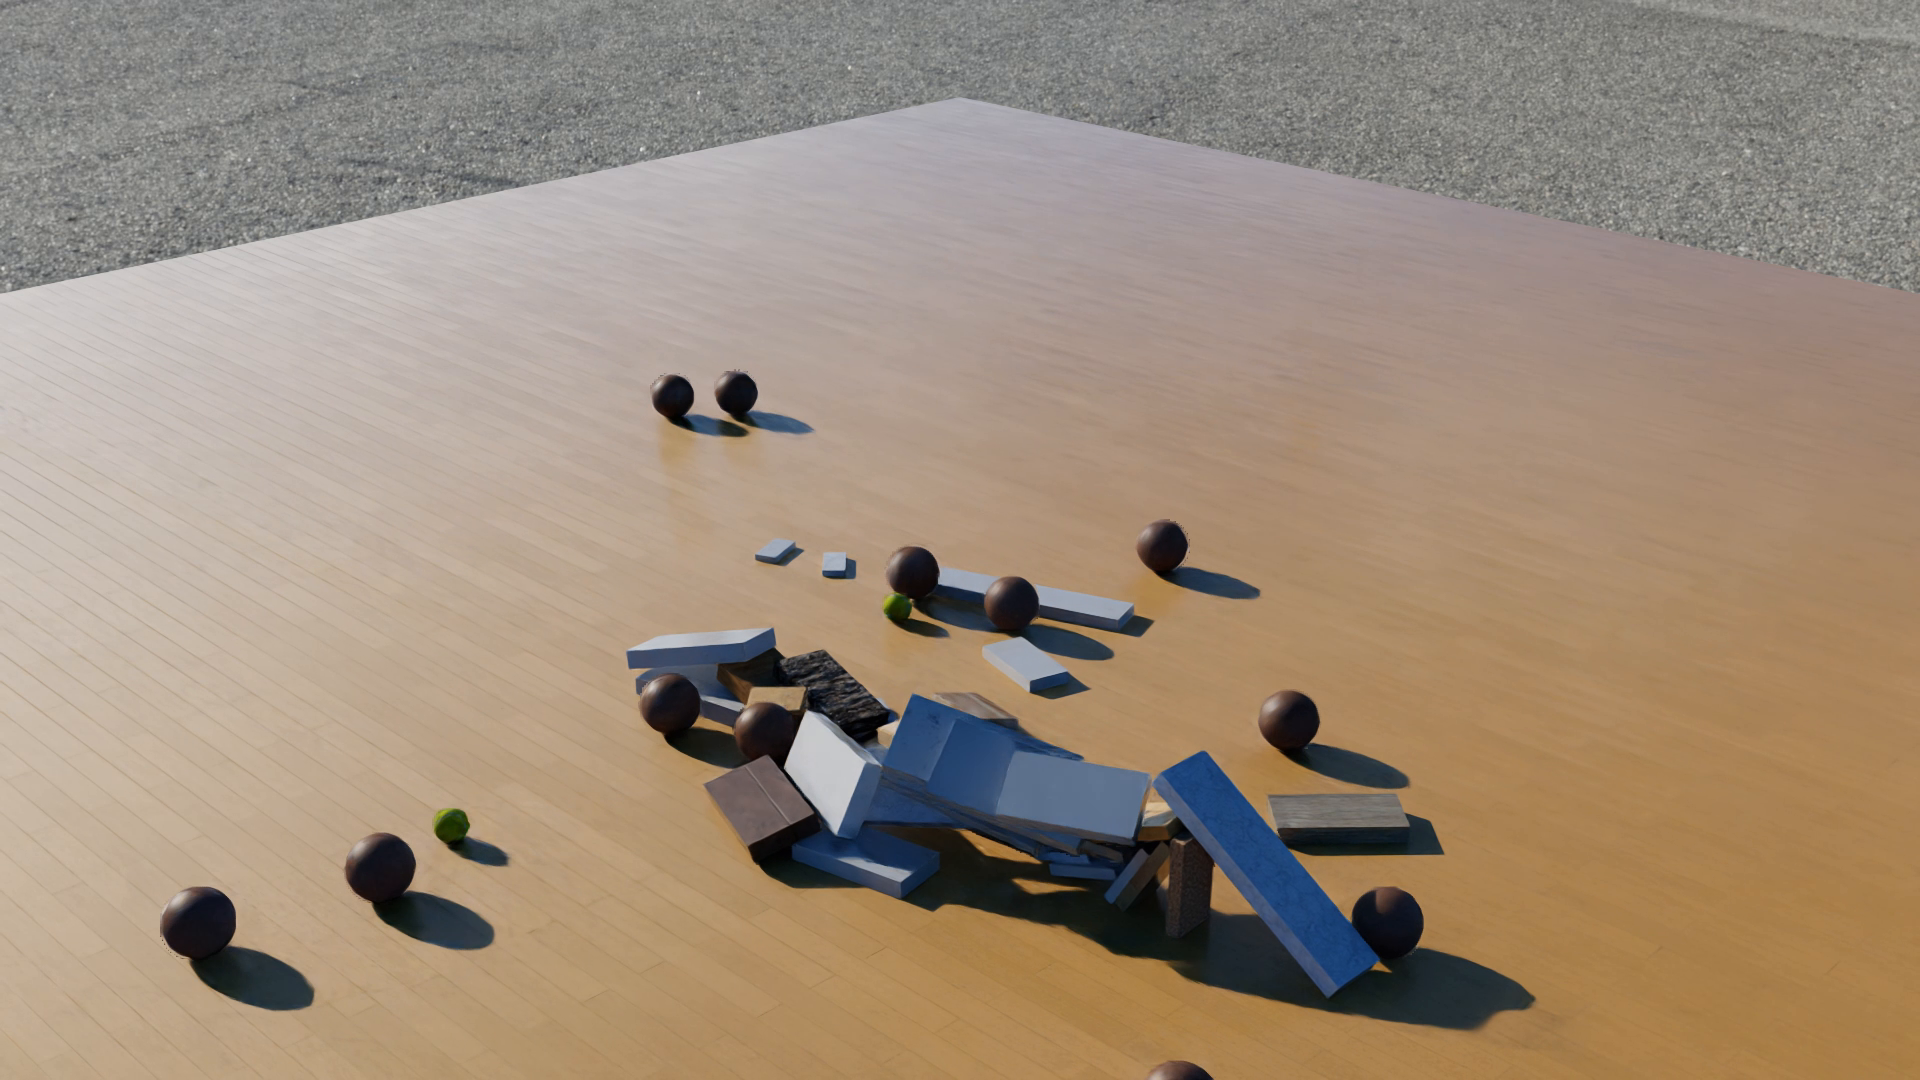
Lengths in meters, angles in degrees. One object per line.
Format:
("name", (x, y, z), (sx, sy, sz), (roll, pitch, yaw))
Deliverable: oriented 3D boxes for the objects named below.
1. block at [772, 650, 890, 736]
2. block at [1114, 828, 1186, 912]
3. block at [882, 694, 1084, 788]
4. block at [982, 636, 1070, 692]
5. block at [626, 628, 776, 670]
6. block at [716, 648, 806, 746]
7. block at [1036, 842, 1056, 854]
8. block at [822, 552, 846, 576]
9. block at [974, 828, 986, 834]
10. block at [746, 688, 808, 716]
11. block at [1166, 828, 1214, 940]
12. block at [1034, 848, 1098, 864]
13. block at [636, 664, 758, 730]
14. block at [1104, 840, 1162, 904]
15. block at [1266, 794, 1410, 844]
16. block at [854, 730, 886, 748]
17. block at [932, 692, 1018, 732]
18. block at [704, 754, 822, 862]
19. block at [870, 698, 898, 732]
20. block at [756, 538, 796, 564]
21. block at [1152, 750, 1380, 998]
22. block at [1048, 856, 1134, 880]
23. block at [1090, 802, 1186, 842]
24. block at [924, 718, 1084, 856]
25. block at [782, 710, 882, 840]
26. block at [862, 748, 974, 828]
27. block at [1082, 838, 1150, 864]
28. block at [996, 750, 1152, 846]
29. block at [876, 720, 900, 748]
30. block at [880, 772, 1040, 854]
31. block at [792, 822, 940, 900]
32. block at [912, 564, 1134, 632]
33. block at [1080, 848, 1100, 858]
("block", (-0.282, 0.334, 4.785), (0.131, 0.037, 0.261), (-12, 37, -35))
("block", (0.370, 0.607, 4.091), (0.101, 0.202, 0.029), (-24, 64, -44))
("block", (0.044, 0.430, 4.228), (0.354, 0.044, 0.155), (20, 68, 8))
("block", (0.150, 0.285, 5.052), (0.104, 0.030, 0.209), (-13, 26, -27))
("block", (-0.581, 0.243, 4.940), (0.299, 0.042, 0.149), (-5, 9, 23))
("block", (-0.385, 0.344, 4.813), (0.149, 0.042, 0.299), (-15, 38, -38))
("block", (0.153, 0.581, 4.309), (0.069, 0.020, 0.139), (-19, 13, -24))
("block", (-0.319, 0.062, 5.595), (0.058, 0.016, 0.115), (-1, 23, -1))
("block", (0.118, 0.557, 4.354), (0.170, 0.024, 0.085), (-3, 16, 41))
("block", (-0.394, 0.346, 4.727), (0.123, 0.017, 0.062), (-1, 48, 15))
("block", (0.423, 0.622, 4.036), (0.029, 0.202, 0.101), (19, 30, 36))
("block", (0.217, 0.599, 4.251), (0.139, 0.020, 0.069), (-3, 15, 44))
("block", (-0.562, 0.336, 4.915), (0.299, 0.042, 0.149), (15, 27, 31))
("block", (0.336, 0.614, 4.120), (0.081, 0.163, 0.023), (-24, 64, -44))
("block", (0.755, 0.557, 4.400), (0.263, 0.037, 0.131), (0, 23, -1))
("block", (-0.130, 0.445, 4.588), (0.247, 0.035, 0.124), (3, 20, 45))
("block", (0.032, 0.373, 4.779), (0.104, 0.030, 0.209), (2, 11, -27))
("block", (-0.397, 0.532, 4.386), (0.146, 0.041, 0.292), (-25, 27, -15))
("block", (-0.182, 0.386, 4.829), (0.062, 0.017, 0.123), (-9, 24, -19))
("block", (-0.476, 0.028, 5.675), (0.058, 0.016, 0.115), (9, 25, 21))
("block", (0.549, 0.597, 3.969), (0.131, 0.037, 0.493), (-20, 63, -43))
("block", (0.259, 0.620, 4.208), (0.163, 0.023, 0.081), (-3, 15, 43))
("block", (0.342, 0.523, 4.086), (0.202, 0.029, 0.101), (-11, 14, 47))
("block", (0.107, 0.465, 4.146), (0.310, 0.044, 0.155), (19, 68, 15))
("block", (-0.258, 0.464, 4.376), (0.044, 0.155, 0.310), (19, 6, -29))
("block", (-0.063, 0.489, 4.334), (0.292, 0.146, 0.041), (0, -18, 14))
("block", (0.273, 0.562, 4.167), (0.163, 0.023, 0.081), (14, 32, 43))
("block", (0.210, 0.476, 4.059), (0.263, 0.037, 0.131), (8, 62, 19))
("block", (-0.052, 0.412, 4.506), (0.124, 0.035, 0.248), (-19, 20, -30))
("block", (0.026, 0.472, 4.256), (0.328, 0.041, 0.146), (24, 68, 9))
("block", (-0.184, 0.613, 4.268), (0.261, 0.037, 0.131), (15, 27, 31))
("block", (0.152, 0.139, 5.394), (0.550, 0.030, 0.104), (11, 25, 23))
("block", (0.235, 0.568, 4.223), (0.069, 0.020, 0.139), (-27, 28, -37))
